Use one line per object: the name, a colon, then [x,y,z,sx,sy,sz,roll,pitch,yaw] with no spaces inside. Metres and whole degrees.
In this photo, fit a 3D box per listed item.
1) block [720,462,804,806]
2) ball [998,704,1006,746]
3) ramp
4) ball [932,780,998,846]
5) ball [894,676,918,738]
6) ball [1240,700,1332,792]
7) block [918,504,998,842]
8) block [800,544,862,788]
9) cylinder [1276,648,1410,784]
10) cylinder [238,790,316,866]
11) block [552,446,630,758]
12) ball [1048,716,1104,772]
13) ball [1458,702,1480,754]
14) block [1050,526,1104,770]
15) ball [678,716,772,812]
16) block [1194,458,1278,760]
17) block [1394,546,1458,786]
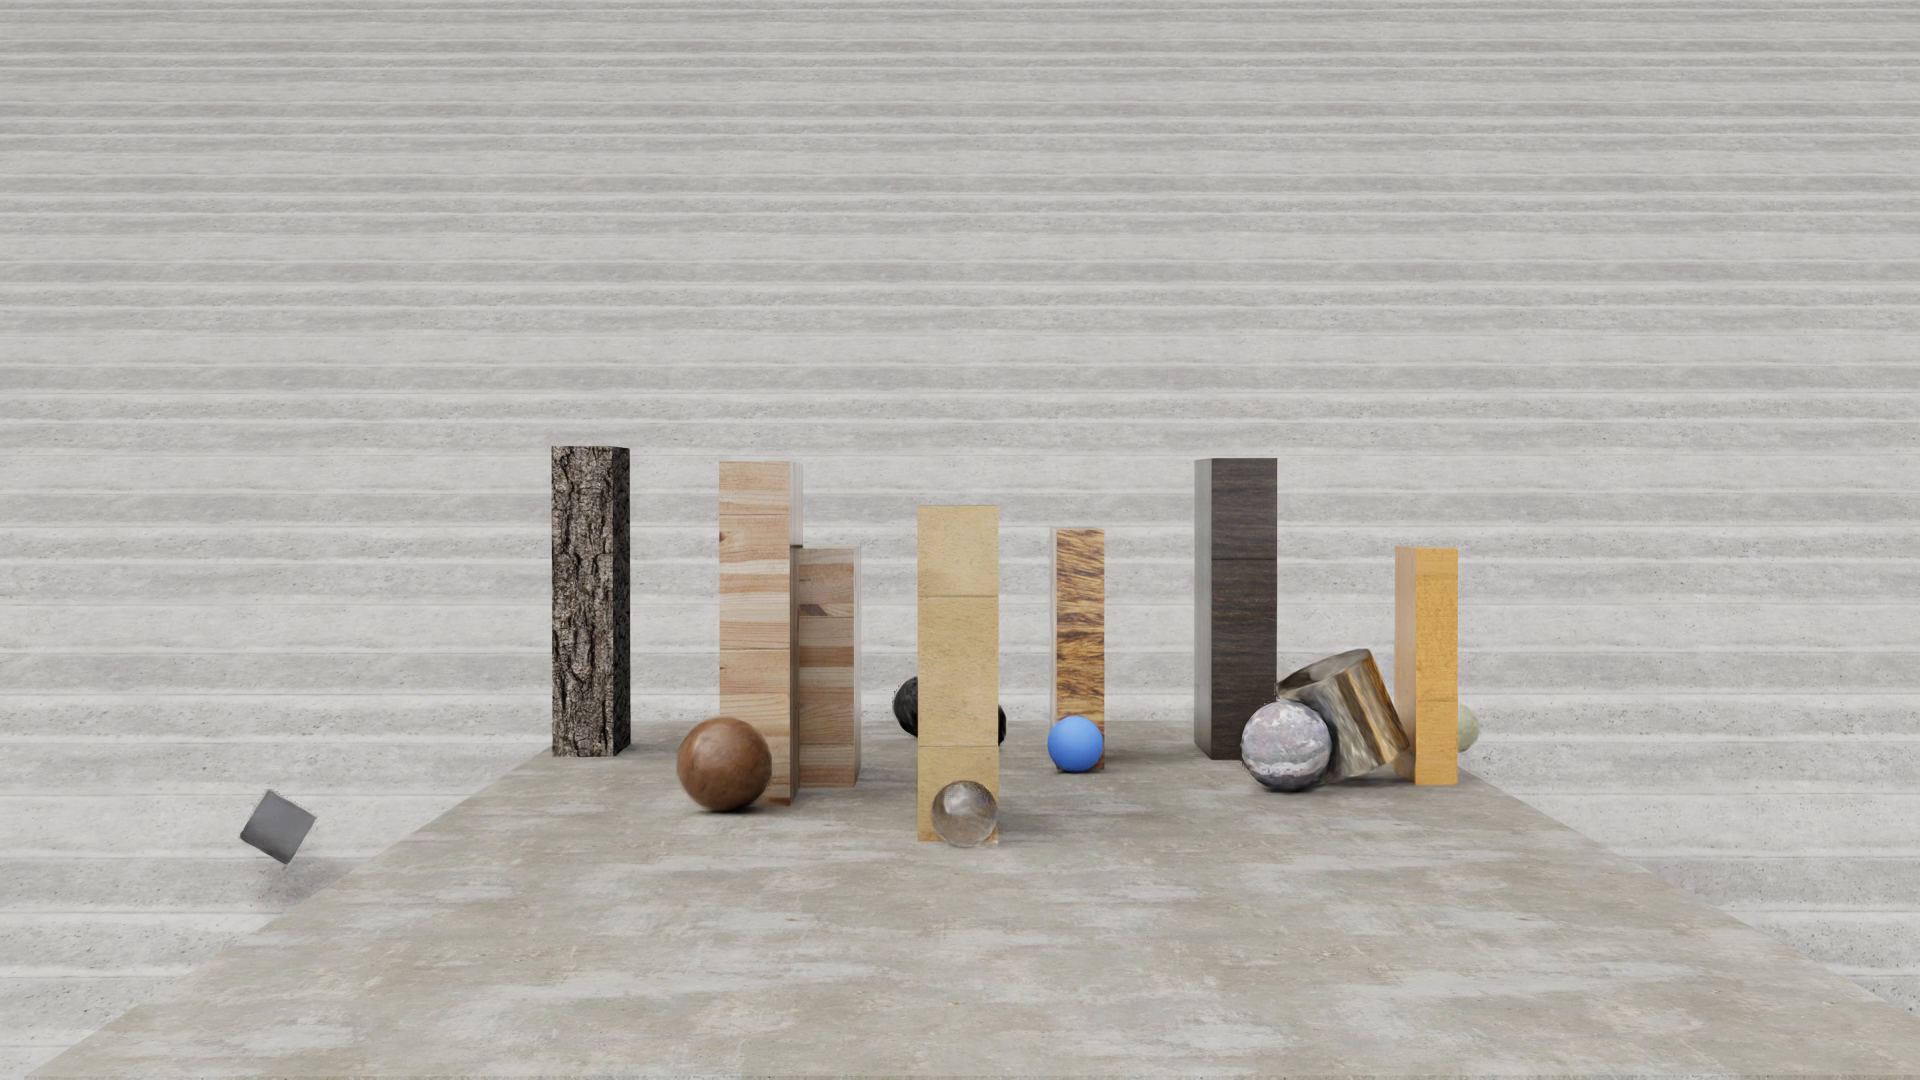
block: [-0.382,0.170,5.007,0.131,0.641,0.418,0,1,0]
ball: [0.031,0.407,5.672,0.143,0.143,0.143,0,27,0]
ramp: [0.061,0.549,4.585,2.000,0.100,4.000,0,1,0]
ball: [0.008,0.450,4.257,0.110,0.110,0.110,0,27,0]
ball: [-0.082,0.395,6.124,0.150,0.150,0.150,0,27,0]
ball: [0.636,0.402,5.036,0.176,0.176,0.176,0,27,0]
block: [-0.003,0.220,4.528,0.135,0.560,0.441,0,1,0]
block: [-0.265,0.249,5.278,0.112,0.473,0.380,0,1,0]
cylinder: [0.767,0.353,5.178,0.204,0.204,0.204,-23,5,2]
cylinder: [-1.605,0.677,6.073,0.130,0.130,0.130,32,26,-9]
block: [-0.831,0.133,5.833,0.135,0.685,0.302,0,1,0]
ball: [0.240,0.425,5.373,0.117,0.117,0.117,0,27,0]
ball: [1.243,0.473,6.499,0.129,0.129,0.129,0,27,0]
block: [0.253,0.226,5.642,0.100,0.504,0.427,0,1,0]
ball: [-0.429,0.410,4.716,0.173,0.173,0.173,0,27,0]
block: [0.618,0.147,5.819,0.143,0.657,0.406,0,1,0]
block: [0.947,0.250,5.256,0.084,0.471,0.248,0,1,0]
